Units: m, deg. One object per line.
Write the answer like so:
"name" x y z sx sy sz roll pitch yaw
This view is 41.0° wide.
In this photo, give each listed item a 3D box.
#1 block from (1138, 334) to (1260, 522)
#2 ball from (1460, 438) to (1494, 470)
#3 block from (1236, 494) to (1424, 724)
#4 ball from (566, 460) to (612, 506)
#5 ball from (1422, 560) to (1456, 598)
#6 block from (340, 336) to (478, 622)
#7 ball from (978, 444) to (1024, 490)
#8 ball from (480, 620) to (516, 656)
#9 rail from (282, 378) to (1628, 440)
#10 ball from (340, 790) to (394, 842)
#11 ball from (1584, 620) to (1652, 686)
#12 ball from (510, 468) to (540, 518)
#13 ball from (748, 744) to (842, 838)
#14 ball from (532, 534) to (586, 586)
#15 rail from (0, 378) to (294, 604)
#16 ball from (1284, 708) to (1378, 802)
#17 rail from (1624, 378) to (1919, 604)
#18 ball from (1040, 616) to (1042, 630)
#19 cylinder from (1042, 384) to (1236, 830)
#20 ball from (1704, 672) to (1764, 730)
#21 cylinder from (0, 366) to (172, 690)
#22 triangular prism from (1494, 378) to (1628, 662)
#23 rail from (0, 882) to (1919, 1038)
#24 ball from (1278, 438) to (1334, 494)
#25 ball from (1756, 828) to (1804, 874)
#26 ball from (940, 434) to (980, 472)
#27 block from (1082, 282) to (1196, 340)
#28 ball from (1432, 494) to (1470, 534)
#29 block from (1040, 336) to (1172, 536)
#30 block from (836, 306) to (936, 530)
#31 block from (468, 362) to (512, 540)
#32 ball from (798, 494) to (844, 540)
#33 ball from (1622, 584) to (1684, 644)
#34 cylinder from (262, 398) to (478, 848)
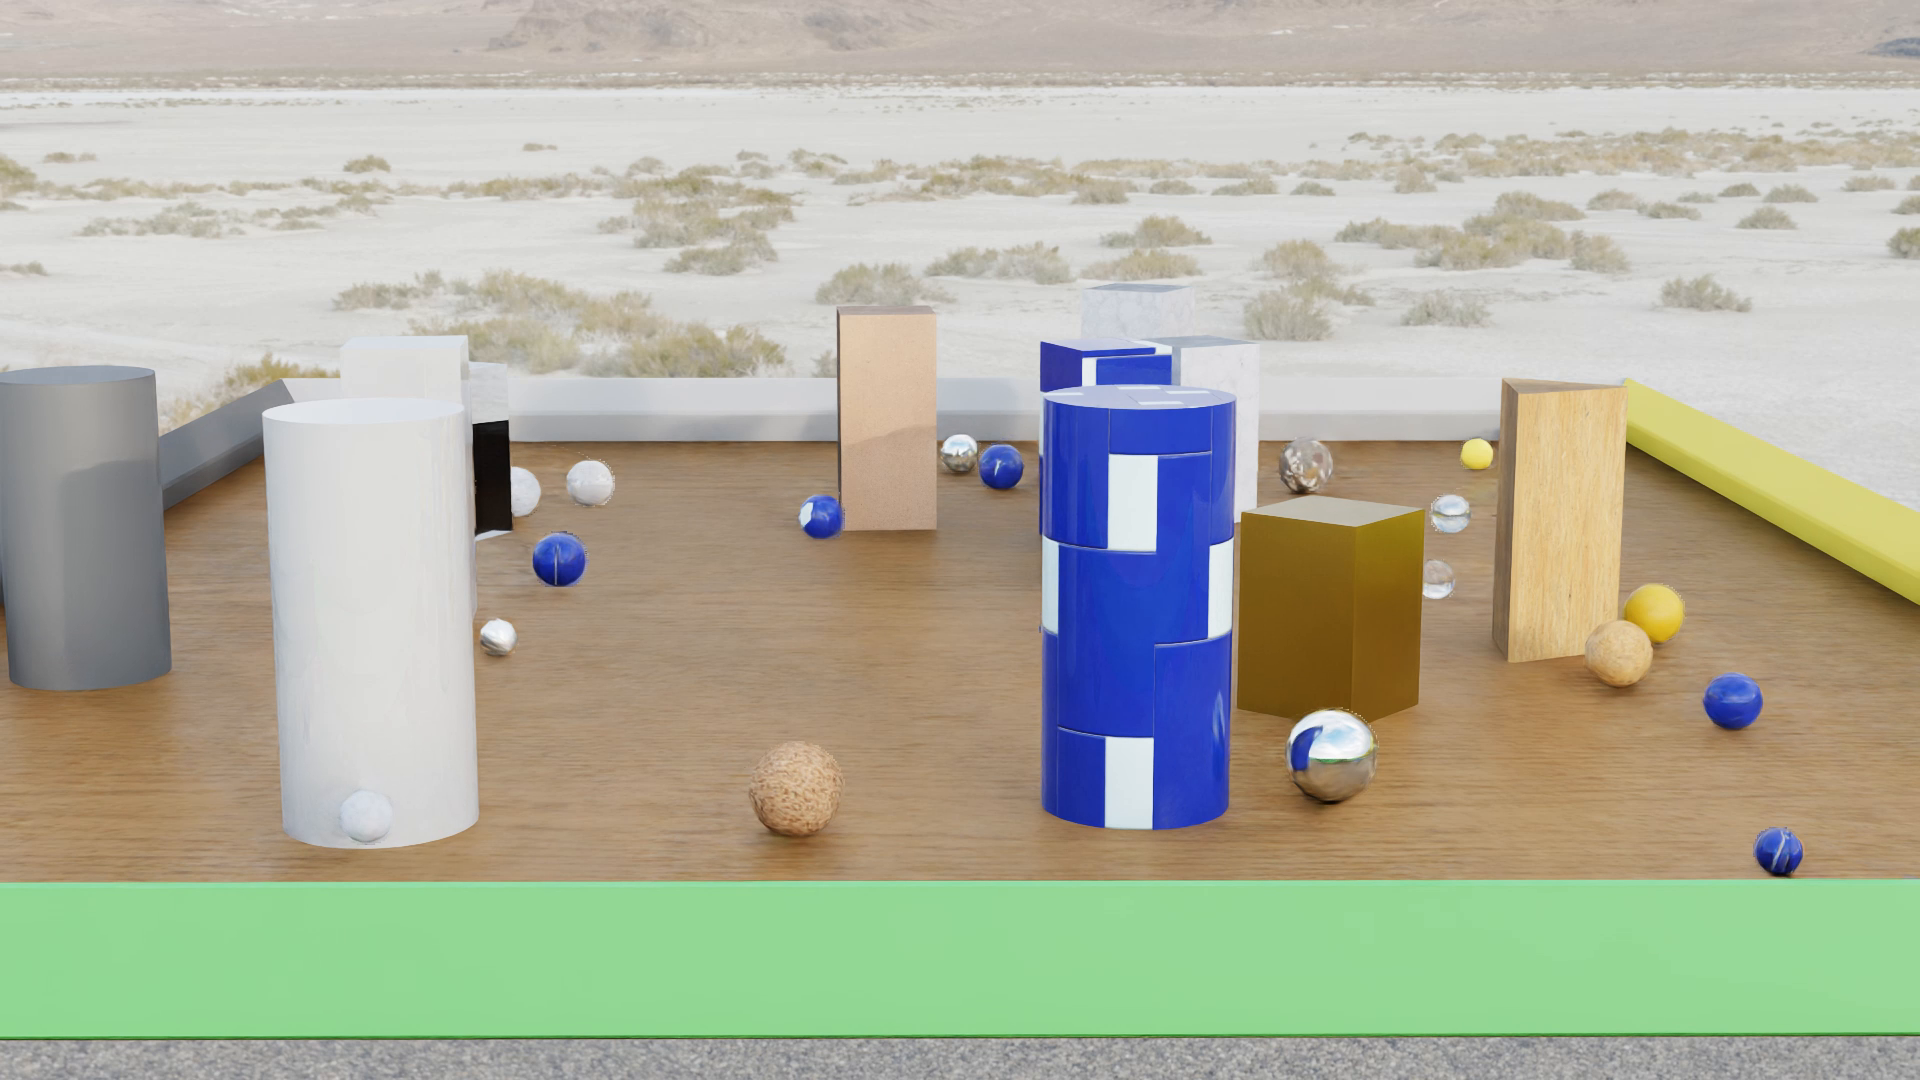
"block" 0.375 -0.177 4.125 0.149 0.285 0.149 -6 12 -28
"ball" 0.932 -0.155 4.623 0.057 0.057 0.057 0 11 0
"block" 0.421 0.078 2.912 0.149 0.228 0.149 9 14 39
"ball" -0.614 -0.095 4.251 0.076 0.076 0.076 0 11 0
"ball" 0.652 0.054 3.517 0.053 0.053 0.053 0 11 0
"block" -0.717 -0.075 3.349 0.149 0.368 0.149 -1 11 -7
"ball" 0.071 -0.126 4.411 0.079 0.079 0.079 0 11 0
"ball" -0.573 0.121 3.181 0.045 0.045 0.045 0 11 0
"rail" -0.009 -0.249 4.950 2.607 0.121 0.045 0 11 0
"ball" -0.548 0.255 2.369 0.049 0.049 0.049 0 11 0
"ball" 0.776 0.134 3.022 0.079 0.079 0.079 0 11 0
"ball" -0.719 -0.077 4.146 0.081 0.081 0.081 0 11 0
"ball" -0.156 0.238 2.437 0.089 0.089 0.089 0 11 0
"ball" -0.562 0.028 3.597 0.075 0.075 0.075 0 11 0
"rail" -1.280 0.033 3.442 0.045 0.121 3.101 0 11 0
"ball" 0.369 0.214 2.555 0.092 0.092 0.092 0 11 0
"rail" 1.280 0.030 3.457 0.045 0.121 3.101 0 11 0
"ball" 0.123 0.106 3.272 0.042 0.042 0.042 0 11 0
"cylinder" 0.174 0.061 2.516 0.187 0.407 0.187 0 11 0
"ball" 0.853 0.178 2.830 0.063 0.063 0.063 0 11 0
"cylinder" -1.049 -0.018 3.065 0.187 0.361 0.187 0 11 0
"triangular prism" 0.719 -0.031 3.215 0.162 0.332 0.140 -5 12 -25
"rail" 0.009 0.312 1.949 2.607 0.121 0.045 0 11 0
"ball" 0.589 -0.127 4.375 0.093 0.093 0.093 0 11 0
"ball" 0.743 0.282 2.327 0.041 0.041 0.041 0 11 0
"ball" 0.001 -0.156 4.595 0.070 0.070 0.070 0 11 0
"block" 0.310 -0.270 4.474 0.149 0.339 0.149 6 12 27
"ball" 0.767 -0.041 4.007 0.060 0.060 0.060 0 11 0
"block" 0.222 -0.151 3.936 0.149 0.302 0.149 -5 11 -23
"block" -0.117 -0.196 4.079 0.149 0.339 0.149 -1 11 -5
"block" -0.803 -0.137 3.966 0.149 0.264 0.149 6 12 28
"ball" -0.214 -0.036 3.955 0.069 0.069 0.069 0 11 0
"ball" 0.877 0.094 3.245 0.075 0.075 0.075 0 11 0
"cylinder" -0.562 0.075 2.458 0.187 0.401 0.187 0 11 0
